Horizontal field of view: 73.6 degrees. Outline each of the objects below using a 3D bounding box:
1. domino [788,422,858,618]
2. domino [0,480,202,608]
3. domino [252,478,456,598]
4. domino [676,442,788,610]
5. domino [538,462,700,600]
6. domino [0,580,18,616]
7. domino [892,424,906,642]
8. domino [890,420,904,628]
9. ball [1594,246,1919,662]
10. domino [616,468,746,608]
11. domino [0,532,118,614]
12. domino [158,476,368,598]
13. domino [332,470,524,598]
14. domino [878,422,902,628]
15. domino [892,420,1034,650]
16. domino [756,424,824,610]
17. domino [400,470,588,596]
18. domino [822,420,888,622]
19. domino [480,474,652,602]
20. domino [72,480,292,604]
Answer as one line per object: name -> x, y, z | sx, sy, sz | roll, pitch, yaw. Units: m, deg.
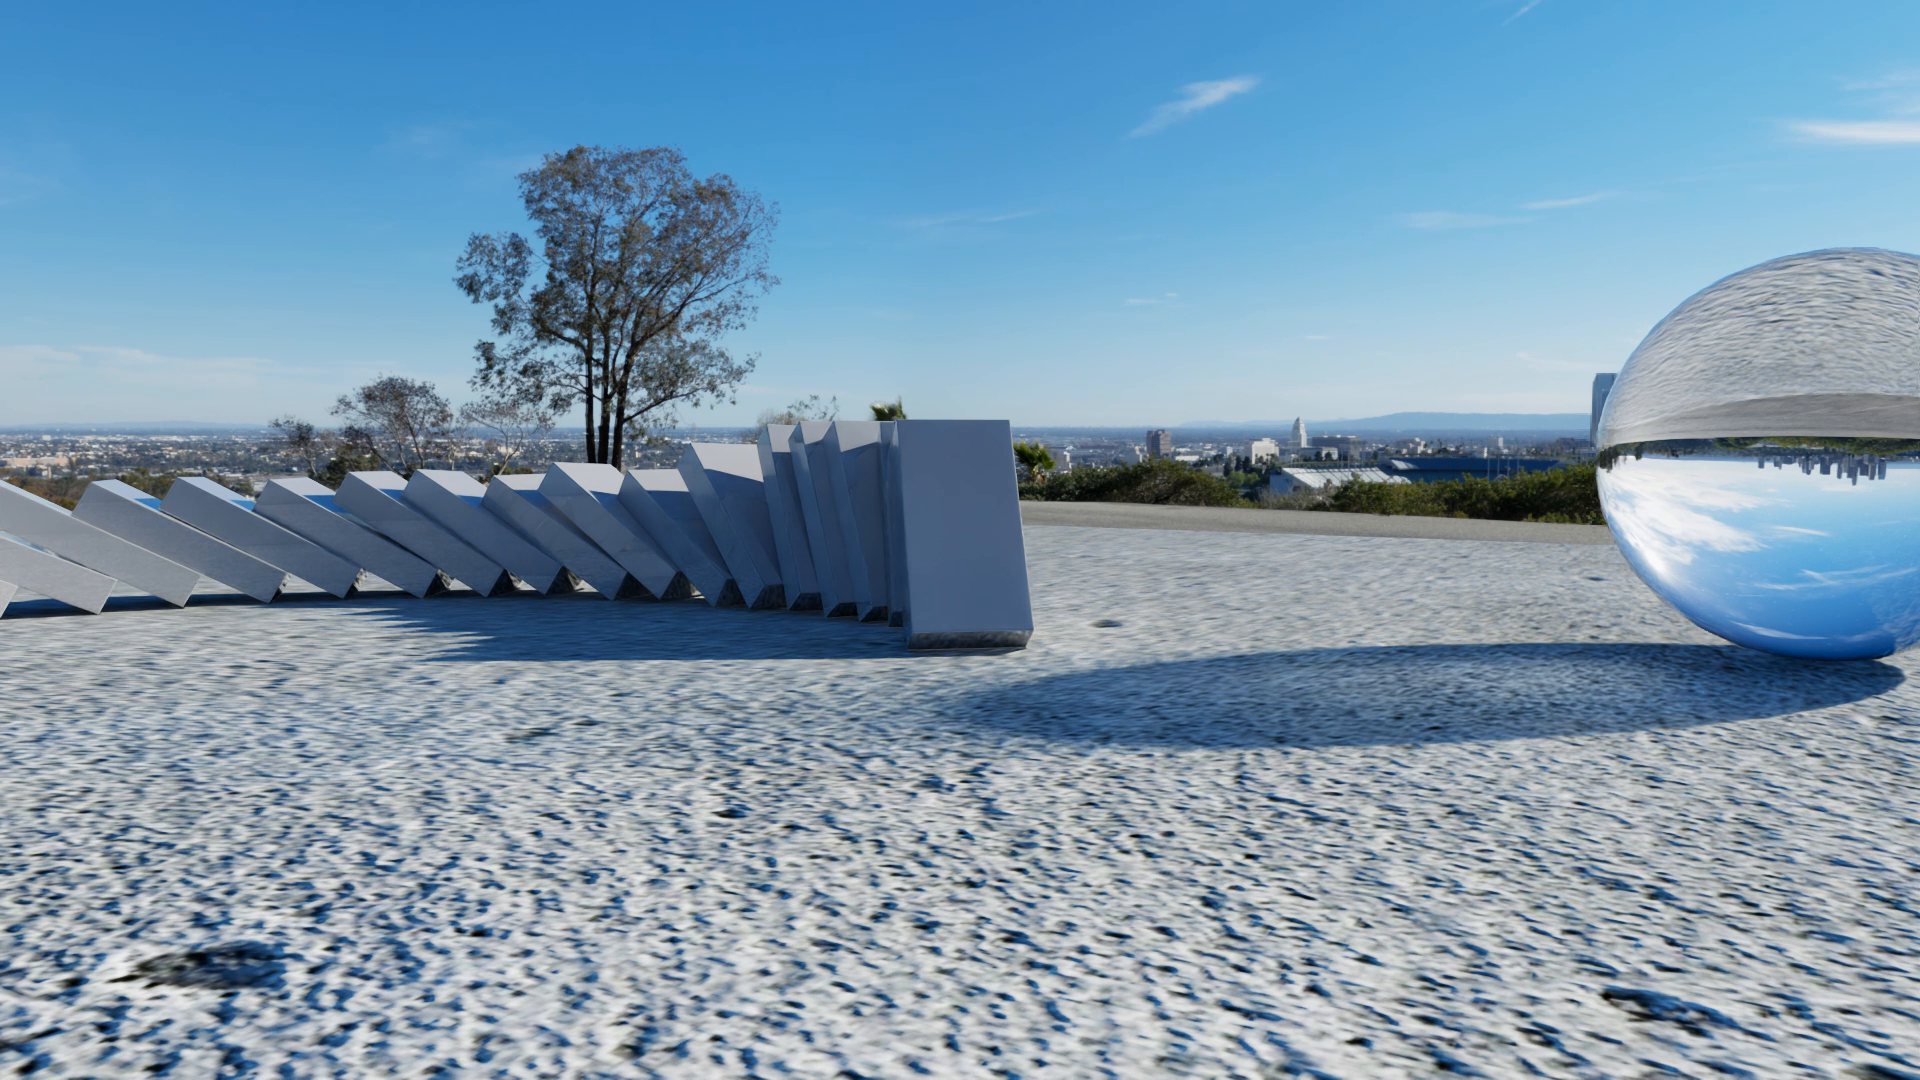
domino -> -0.026, -0.006, 0.325 | 0.025, 0.050, 0.009 | -2, -25, -28
domino -> -0.224, 0.001, 0.331 | 0.050, 0.010, 0.025 | 32, -14, -29
domino -> -0.168, -0.001, 0.361 | 0.050, 0.009, 0.025 | 29, 1, -7
domino -> -0.054, -0.005, 0.343 | 0.025, 0.050, 0.010 | -2, -40, -44
domino -> -0.091, -0.003, 0.359 | 0.050, 0.010, 0.025 | 39, 15, 17
domino -> -0.251, 0.004, 0.297 | 0.025, 0.010, 0.050 | 4, -22, 41
domino -> -0.001, -0.003, 0.285 | 0.025, 0.050, 0.010 | 0, -26, -9
domino -> -0.002, -0.004, 0.296 | 0.025, 0.050, 0.010 | -1, -26, -9
ball -> 0.169, -0.016, 0.251 | 0.080, 0.080, 0.080 | 0, 4, 0
domino -> -0.070, -0.002, 0.352 | 0.025, 0.010, 0.050 | -5, 40, -50
domino -> -0.238, 0.003, 0.316 | 0.050, 0.010, 0.025 | 31, -15, -35
domino -> -0.189, -0.001, 0.353 | 0.050, 0.010, 0.025 | 30, -6, -16
domino -> -0.148, -0.002, 0.364 | 0.050, 0.010, 0.025 | 32, 4, -1
domino -> -0.006, -0.004, 0.306 | 0.025, 0.050, 0.009 | -1, -26, -9
domino -> 0.000, -0.002, 0.273 | 0.025, 0.050, 0.009 | -1, -26, -9
domino -> -0.036, -0.006, 0.334 | 0.025, 0.050, 0.010 | 0, -30, -27
domino -> -0.131, -0.003, 0.366 | 0.050, 0.010, 0.025 | 32, 5, 6
domino -> -0.016, -0.005, 0.317 | 0.025, 0.050, 0.010 | -2, -25, -27
domino -> -0.108, -0.002, 0.363 | 0.050, 0.010, 0.025 | 33, 14, 14
domino -> -0.206, 0.000, 0.344 | 0.050, 0.009, 0.025 | 30, -7, -20
